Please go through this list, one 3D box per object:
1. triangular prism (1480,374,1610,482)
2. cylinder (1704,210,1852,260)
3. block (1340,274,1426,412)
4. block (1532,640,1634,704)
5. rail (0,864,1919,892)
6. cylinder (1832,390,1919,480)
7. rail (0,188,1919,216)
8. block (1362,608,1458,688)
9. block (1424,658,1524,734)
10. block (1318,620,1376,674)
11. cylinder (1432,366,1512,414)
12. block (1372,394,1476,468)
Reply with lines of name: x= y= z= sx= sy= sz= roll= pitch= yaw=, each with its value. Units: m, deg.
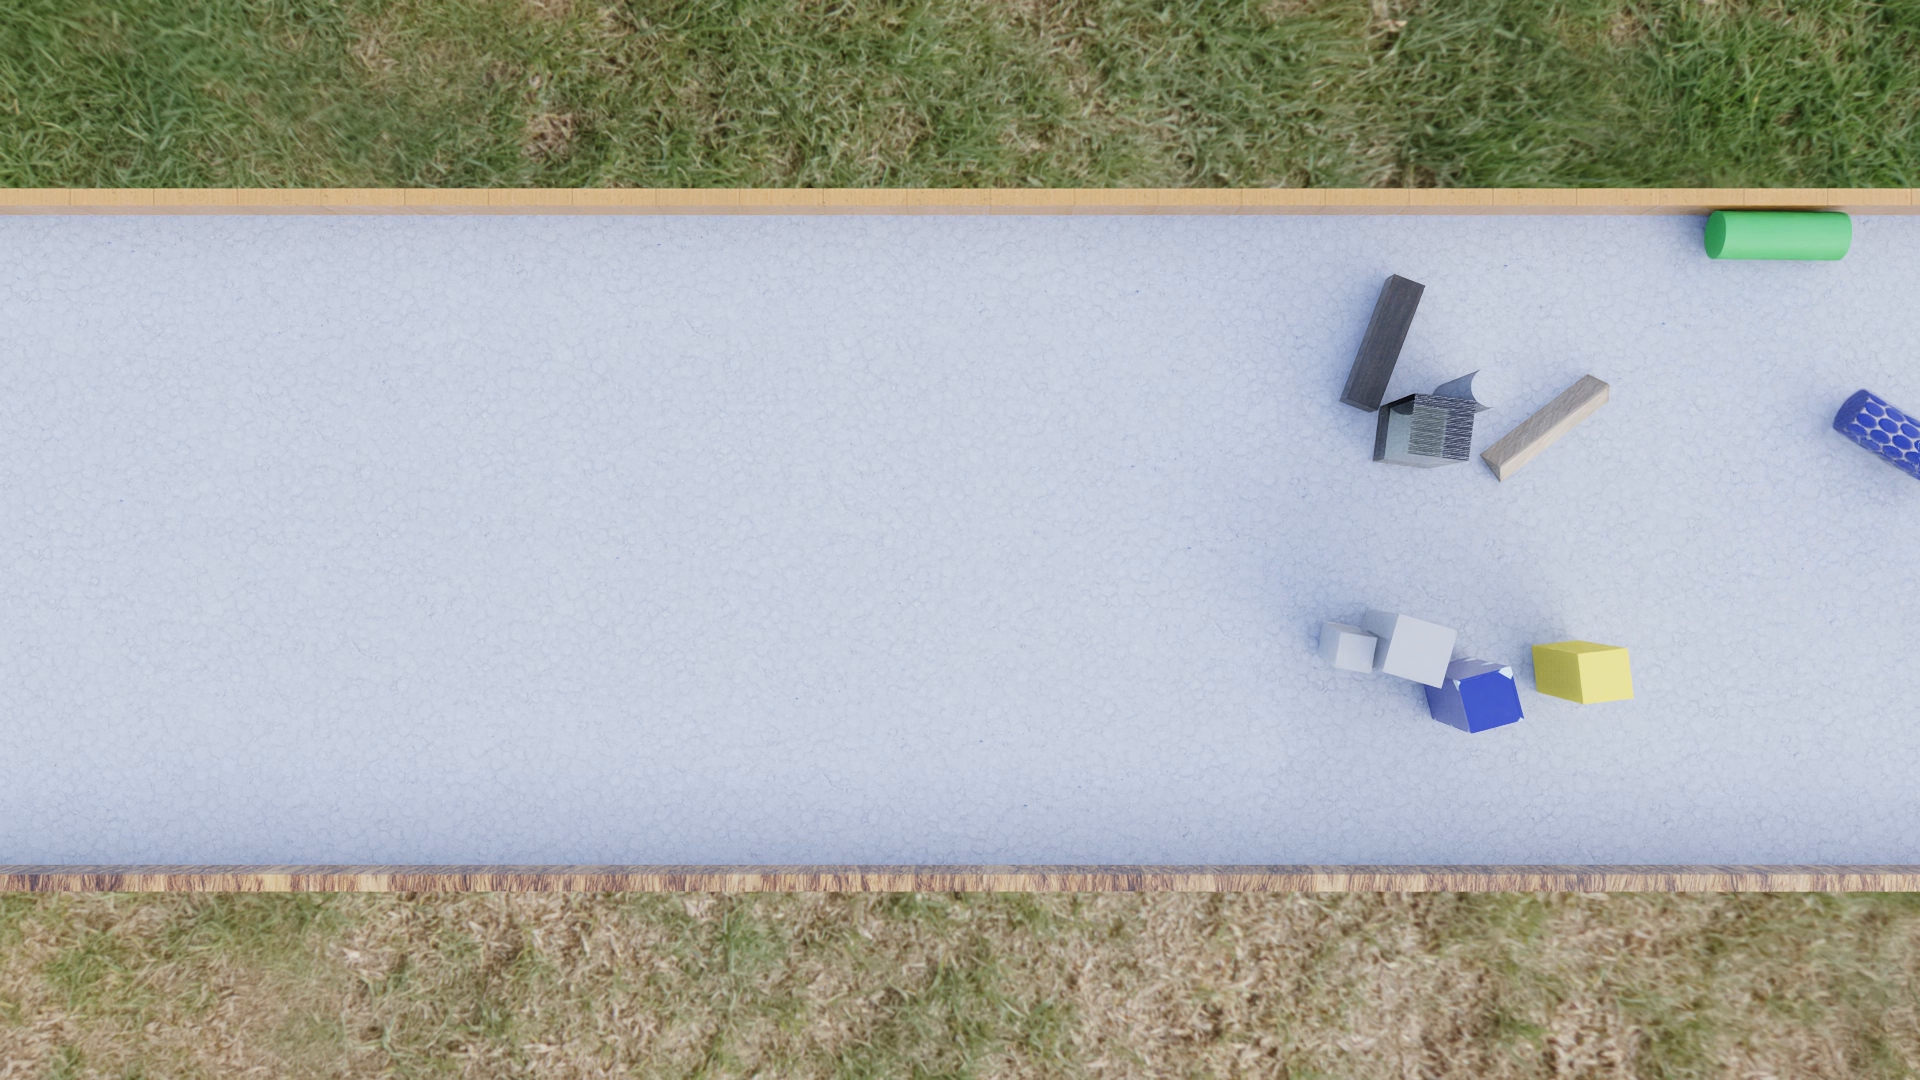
triangular prism: x=1.796 y=-0.344 z=5.029 sx=0.415 sy=0.091 sz=0.105 roll=-37 pitch=90 yaw=0
cylinder: x=2.480 y=-0.923 z=5.004 sx=0.377 sy=0.146 sz=0.146 roll=1 pitch=90 yaw=0
block: x=1.286 y=-0.597 z=5.026 sx=0.100 sy=0.100 sz=0.403 roll=21 pitch=90 yaw=0
block: x=1.839 y=0.388 z=4.887 sx=0.144 sy=0.379 sz=0.144 roll=-7 pitch=90 yaw=0
rail: x=-2.247 y=1.025 z=5.001 sx=12.000 sy=0.150 sz=0.050 roll=0 pitch=90 yaw=0
cylinder: x=2.849 y=-0.305 z=5.004 sx=0.345 sy=0.145 sz=0.145 roll=31 pitch=90 yaw=0
rail: x=-2.247 y=-1.025 z=5.002 sx=12.000 sy=0.150 sz=0.050 roll=0 pitch=90 yaw=0
block: x=1.300 y=0.314 z=4.849 sx=0.169 sy=0.447 sz=0.169 roll=16 pitch=90 yaw=2
block: x=1.509 y=0.456 z=4.883 sx=0.157 sy=0.388 sz=0.157 roll=-15 pitch=90 yaw=0
block: x=1.145 y=0.315 z=4.892 sx=0.103 sy=0.357 sz=0.103 roll=10 pitch=93 yaw=4
cylinder: x=1.513 y=-0.432 z=4.893 sx=0.117 sy=0.361 sz=0.117 roll=0 pitch=88 yaw=-2
block: x=1.361 y=-0.316 z=4.858 sx=0.172 sy=0.433 sz=0.172 roll=7 pitch=90 yaw=1
